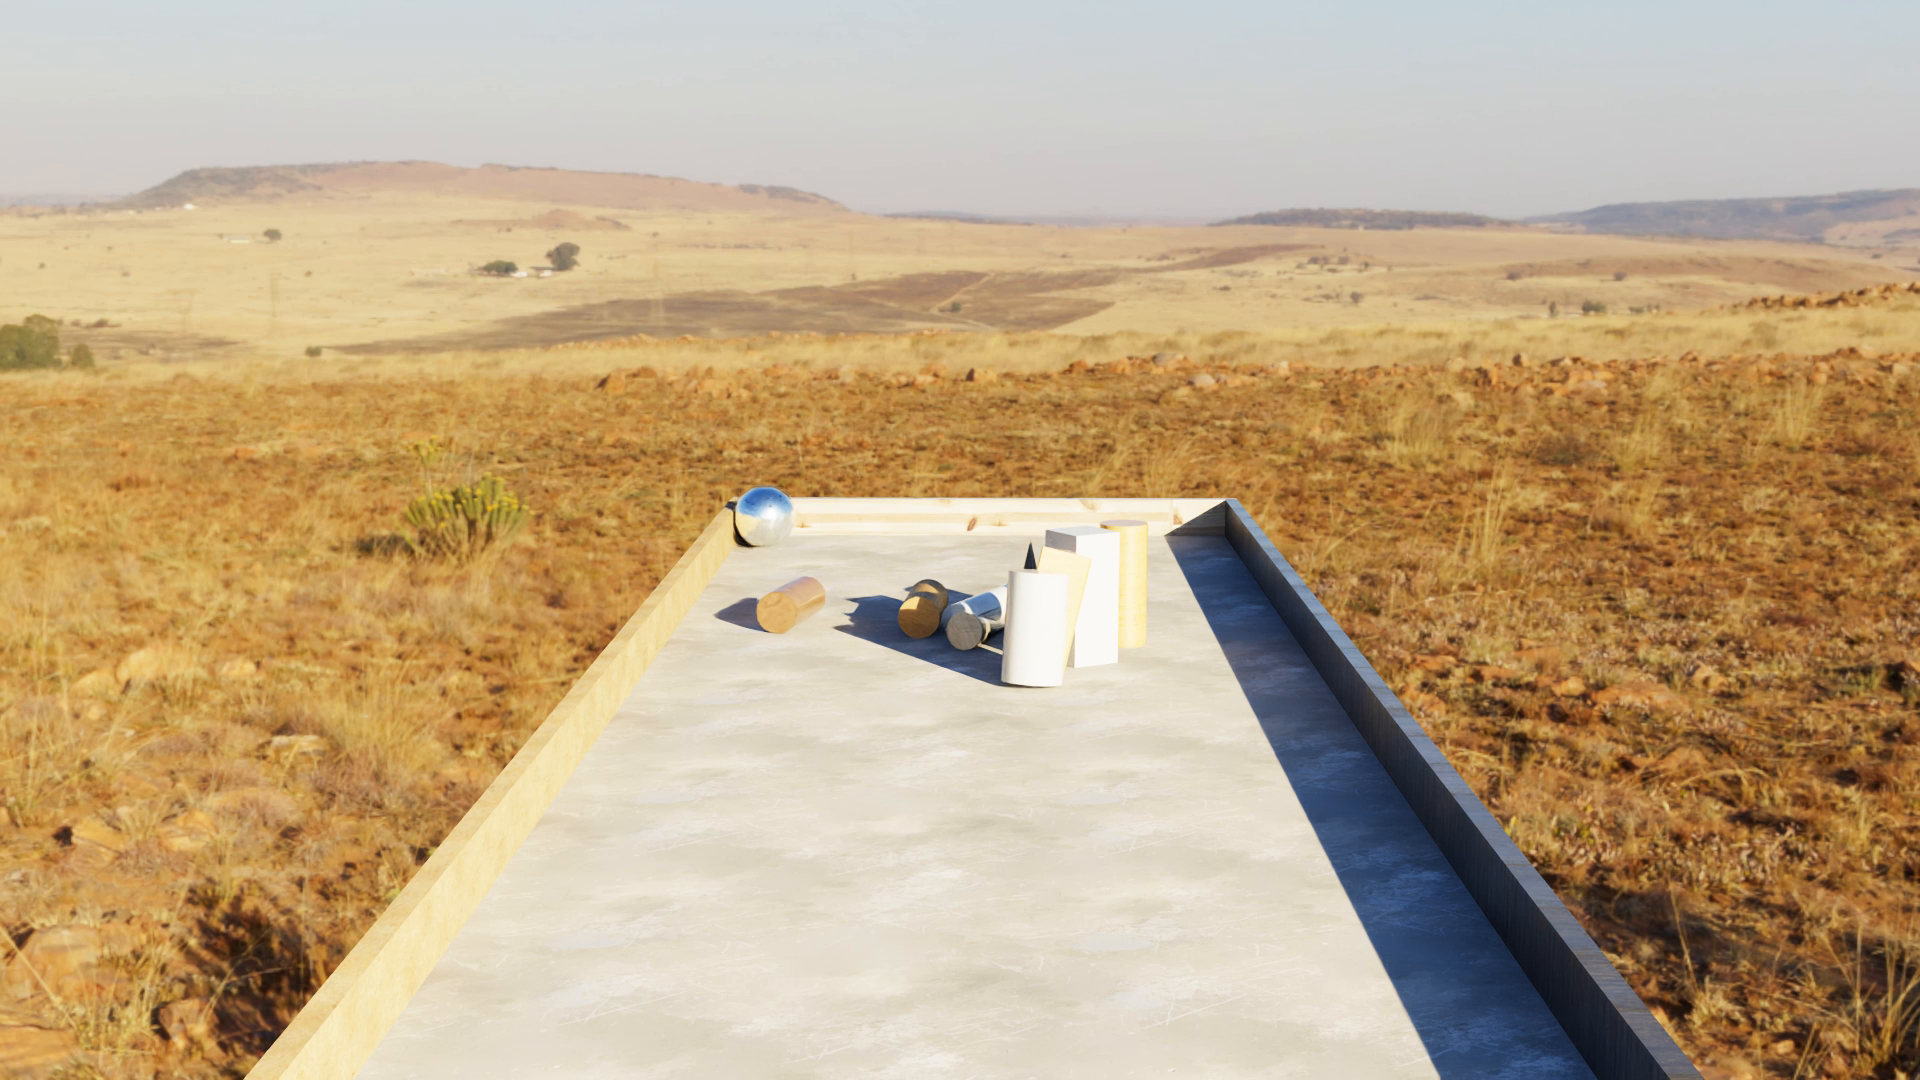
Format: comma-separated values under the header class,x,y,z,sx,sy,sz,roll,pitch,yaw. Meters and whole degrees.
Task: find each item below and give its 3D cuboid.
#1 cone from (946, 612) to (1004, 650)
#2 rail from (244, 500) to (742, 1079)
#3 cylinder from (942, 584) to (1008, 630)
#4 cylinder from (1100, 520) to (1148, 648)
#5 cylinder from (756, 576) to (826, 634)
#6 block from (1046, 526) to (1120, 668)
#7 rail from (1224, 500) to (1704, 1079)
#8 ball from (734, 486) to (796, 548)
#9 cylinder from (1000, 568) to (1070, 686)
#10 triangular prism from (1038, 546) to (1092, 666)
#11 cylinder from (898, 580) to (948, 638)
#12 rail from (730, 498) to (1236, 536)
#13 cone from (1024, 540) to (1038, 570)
class,x,y,z,sx,sy,sz,roll,pitch,yaw
cone,0.089,0.282,7.044,0.118,0.118,0.425,3,2,21
rail,-1.004,0.839,3.234,0.050,0.150,12.000,0,9,1
cylinder,0.080,0.228,7.222,0.107,0.107,0.422,4,10,25
cylinder,0.513,0.137,6.919,0.152,0.384,0.152,0,9,0
cylinder,-0.554,0.212,7.239,0.136,0.136,0.314,2,9,14
block,0.368,0.170,6.660,0.160,0.399,0.160,-5,10,-33
rail,1.046,0.843,3.208,0.050,0.150,12.000,0,9,1
ball,-0.784,-0.092,8.812,0.244,0.244,0.244,0,9,0
cylinder,0.217,0.251,6.343,0.179,0.319,0.179,4,3,0
triangular prism,0.278,0.211,6.495,0.148,0.365,0.128,14,3,7
cylinder,-0.118,0.222,7.179,0.134,0.134,0.334,1,9,4
rail,0.099,-0.098,9.147,2.100,0.150,0.050,0,9,1
cone,0.222,0.155,6.998,0.147,0.322,0.147,1,9,0
